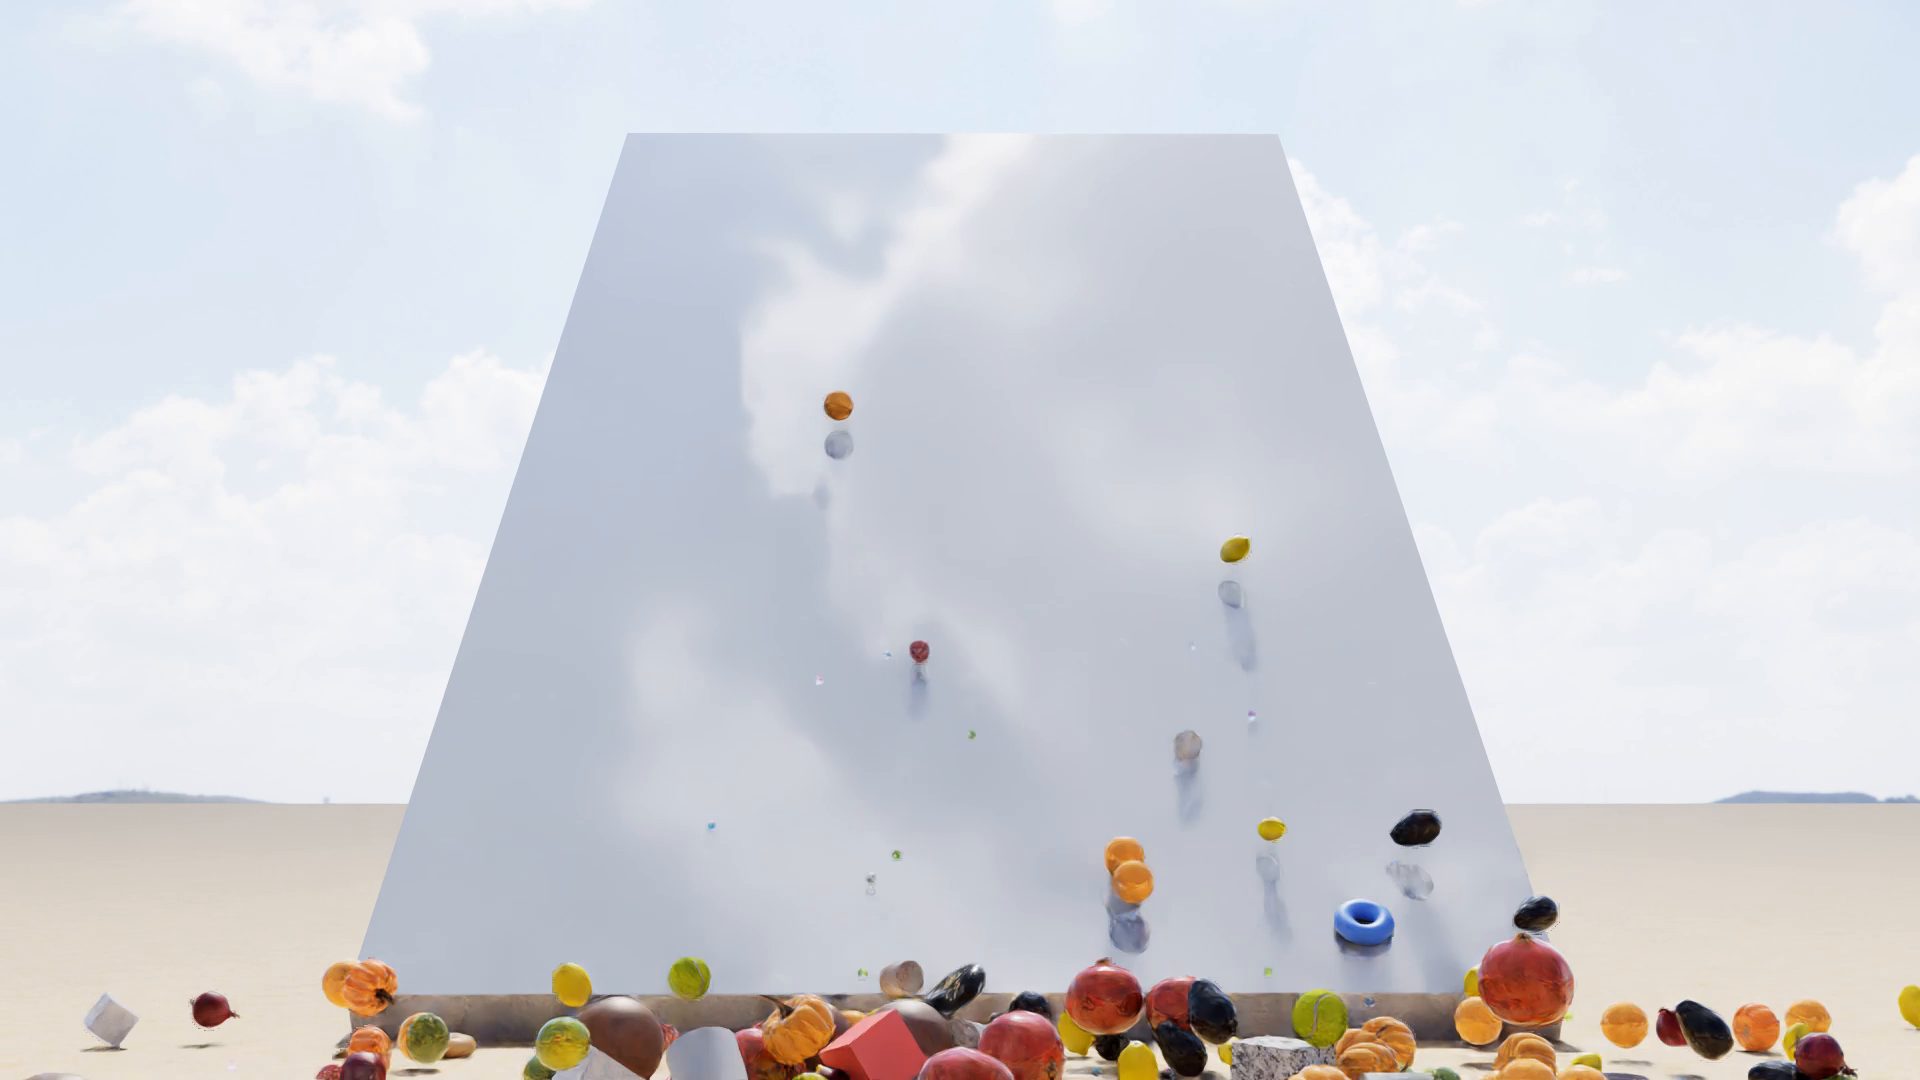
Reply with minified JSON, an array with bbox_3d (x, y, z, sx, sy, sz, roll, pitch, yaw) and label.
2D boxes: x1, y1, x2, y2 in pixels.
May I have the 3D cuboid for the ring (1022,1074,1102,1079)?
[{"bbox_3d":[0.133,0.711,3.092,0.134,0.045,0.134,1,-7,0],"label":"ring"}]

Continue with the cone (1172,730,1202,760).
[{"bbox_3d":[0.423,0.384,4.555,0.057,0.057,0.057,1,3,-8],"label":"cone"}]

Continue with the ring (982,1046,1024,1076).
[{"bbox_3d":[0.048,0.755,3.487,0.094,0.031,0.094,-11,-1,0],"label":"ring"}]

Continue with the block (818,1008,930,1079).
[{"bbox_3d":[-0.111,0.669,3.112,0.085,0.085,0.085,-32,0,-37],"label":"block"}]

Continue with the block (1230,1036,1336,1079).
[{"bbox_3d":[0.399,0.670,2.985,0.096,0.096,0.096,0,-5,34],"label":"block"}]

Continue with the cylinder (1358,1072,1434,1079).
[{"bbox_3d":[0.514,0.666,2.836,0.078,0.078,0.078,0,-6,-7],"label":"cylinder"}]

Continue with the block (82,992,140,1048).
[{"bbox_3d":[-1.369,0.774,3.894,0.058,0.058,0.058,42,-16,-23],"label":"block"}]

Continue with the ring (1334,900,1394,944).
[{"bbox_3d":[0.684,0.647,4.092,0.102,0.034,0.102,1,30,-1],"label":"ring"}]

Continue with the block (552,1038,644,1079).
[{"bbox_3d":[-0.429,0.644,2.842,0.075,0.075,0.075,39,-17,-21],"label":"block"}]

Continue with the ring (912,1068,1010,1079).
[{"bbox_3d":[-0.002,0.707,3.078,0.146,0.049,0.146,-3,-3,0],"label":"ring"}]

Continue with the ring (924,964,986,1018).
[{"bbox_3d":[-0.006,0.622,3.327,0.098,0.033,0.098,-35,5,4],"label":"ring"}]

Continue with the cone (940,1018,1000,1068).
[{"bbox_3d":[0.031,0.714,3.462,0.083,0.083,0.083,-5,6,40],"label":"cone"}]

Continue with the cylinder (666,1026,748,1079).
[{"bbox_3d":[-0.303,0.652,2.922,0.089,0.089,0.089,-13,-44,-13],"label":"cylinder"}]

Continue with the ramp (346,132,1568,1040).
[{"bbox_3d":[-0.013,-0.211,5.713,2.000,0.100,4.000,0,30,0],"label":"ramp"}]

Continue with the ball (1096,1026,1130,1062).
[{"bbox_3d":[0.233,0.770,3.693,0.052,0.052,0.052,0,-6,0],"label":"ball"}]

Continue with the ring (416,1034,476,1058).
[{"bbox_3d":[-0.801,0.788,3.762,0.094,0.031,0.094,0,-4,0],"label":"ring"}]

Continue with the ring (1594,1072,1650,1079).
[{"bbox_3d":[0.899,0.740,3.277,0.078,0.026,0.078,1,-6,0],"label":"ring"}]

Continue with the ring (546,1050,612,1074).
[{"bbox_3d":[-0.554,0.761,3.512,0.098,0.033,0.098,-1,-5,0],"label":"ring"}]

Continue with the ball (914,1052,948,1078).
[{"bbox_3d":[-0.042,0.731,3.324,0.053,0.053,0.053,0,-6,0],"label":"ball"}]
